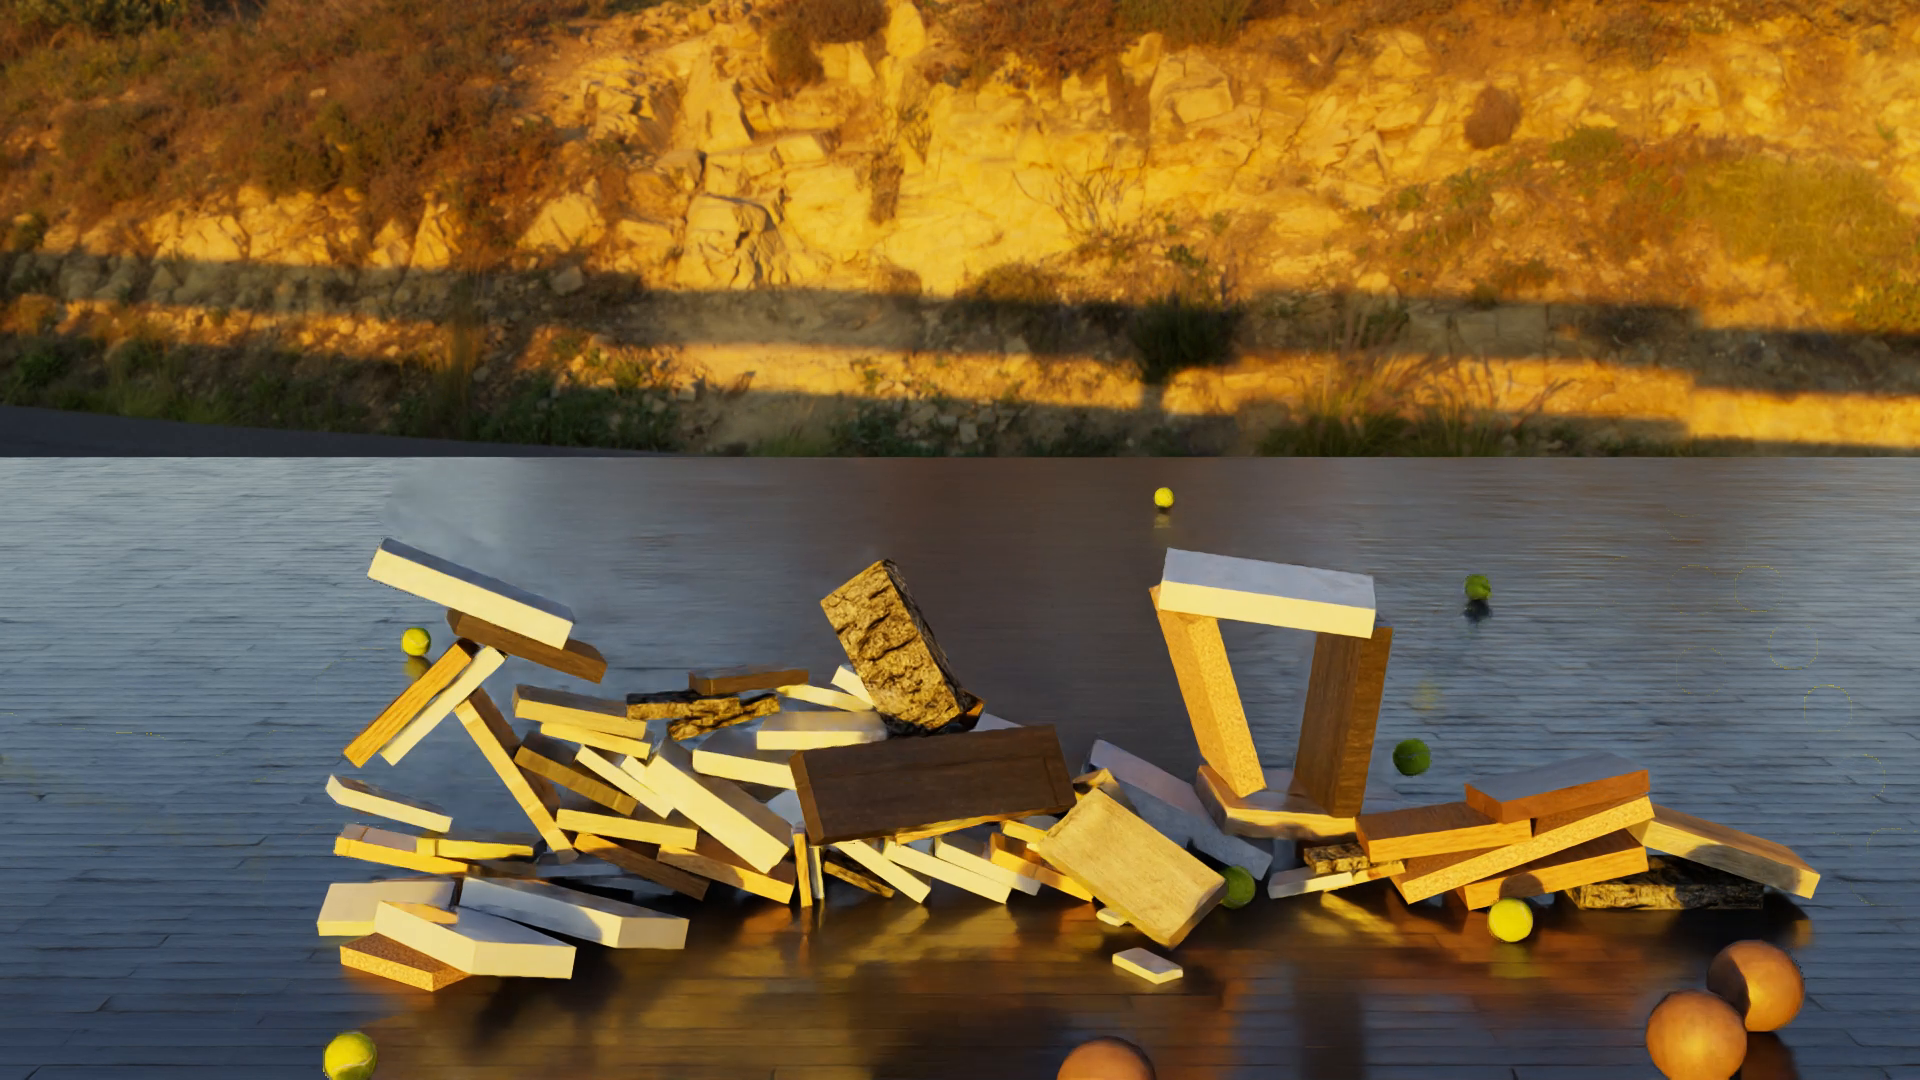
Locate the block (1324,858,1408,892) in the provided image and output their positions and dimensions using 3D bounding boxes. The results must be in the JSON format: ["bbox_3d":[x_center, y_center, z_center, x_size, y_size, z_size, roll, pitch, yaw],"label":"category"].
[{"bbox_3d":[0.679,0.548,3.681,0.141,0.020,0.071,-18,11,22],"label":"block"}]

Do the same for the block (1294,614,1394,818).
[{"bbox_3d":[0.650,0.279,3.744,0.049,0.346,0.173,1,19,-15],"label":"block"}]

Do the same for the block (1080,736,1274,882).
[{"bbox_3d":[0.375,0.463,3.810,0.349,0.049,0.175,27,12,2],"label":"block"}]

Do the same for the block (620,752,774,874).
[{"bbox_3d":[-0.428,0.444,3.639,0.296,0.025,0.089,37,6,-3],"label":"block"}]

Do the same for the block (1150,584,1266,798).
[{"bbox_3d":[0.421,0.251,3.739,0.049,0.346,0.173,-23,25,-8],"label":"block"}]

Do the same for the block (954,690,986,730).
[{"bbox_3d":[-0.013,0.265,3.606,0.104,0.052,0.015,27,6,18],"label":"block"}]

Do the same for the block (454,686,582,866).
[{"bbox_3d":[-0.722,0.387,3.628,0.030,0.315,0.105,-33,9,4],"label":"block"}]

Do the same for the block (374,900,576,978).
[{"bbox_3d":[-0.732,0.598,3.301,0.163,0.046,0.327,12,-5,-39],"label":"block"}]

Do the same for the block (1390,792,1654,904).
[{"bbox_3d":[0.923,0.494,3.647,0.424,0.037,0.131,-20,10,2],"label":"block"}]

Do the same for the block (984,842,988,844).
[{"bbox_3d":[0.078,0.552,3.822,0.133,0.019,0.067,6,12,28],"label":"block"}]

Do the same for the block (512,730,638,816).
[{"bbox_3d":[-0.628,0.383,3.627,0.210,0.030,0.105,27,8,-8],"label":"block"}]

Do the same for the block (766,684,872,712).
[{"bbox_3d":[-0.237,0.263,3.701,0.088,0.025,0.176,19,-8,-43],"label":"block"}]

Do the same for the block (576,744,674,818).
[{"bbox_3d":[-0.549,0.388,3.628,0.177,0.025,0.089,35,6,-8],"label":"block"}]

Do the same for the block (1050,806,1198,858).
[{"bbox_3d":[0.277,0.500,3.774,0.260,0.029,0.104,16,-27,24],"label":"block"}]

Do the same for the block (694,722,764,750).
[{"bbox_3d":[-0.385,0.418,4.477,0.150,0.043,0.301,7,13,32],"label":"block"}]

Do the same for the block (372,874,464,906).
[{"bbox_3d":[-0.865,0.582,3.635,0.200,0.028,0.100,-4,11,-18],"label":"block"}]

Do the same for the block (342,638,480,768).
[{"bbox_3d":[-0.892,0.260,3.586,0.251,0.036,0.126,-44,8,0],"label":"block"}]

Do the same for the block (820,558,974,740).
[{"bbox_3d":[-0.103,0.184,3.535,0.139,0.277,0.039,-35,-12,29],"label":"block"}]

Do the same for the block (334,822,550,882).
[{"bbox_3d":[-0.853,0.530,3.651,0.346,0.027,0.095,13,6,-7],"label":"block"}]

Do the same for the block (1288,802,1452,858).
[{"bbox_3d":[0.763,0.518,3.923,0.349,0.049,0.175,0,11,1],"label":"block"}]

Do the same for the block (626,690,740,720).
[{"bbox_3d":[-0.455,0.269,3.610,0.181,0.026,0.090,-3,8,-9],"label":"block"}]

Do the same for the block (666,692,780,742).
[{"bbox_3d":[-0.396,0.295,3.668,0.181,0.026,0.090,-16,3,-13],"label":"block"}]

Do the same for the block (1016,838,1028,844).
[{"bbox_3d":[0.133,0.509,3.790,0.016,0.058,0.116,-6,2,-28],"label":"block"}]

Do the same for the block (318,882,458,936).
[{"bbox_3d":[-0.914,0.589,3.513,0.200,0.028,0.100,0,29,-2],"label":"block"}]

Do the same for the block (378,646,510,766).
[{"bbox_3d":[-0.846,0.261,3.626,0.251,0.036,0.126,-43,8,0],"label":"block"}]

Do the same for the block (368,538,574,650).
[{"bbox_3d":[-0.797,0.086,3.597,0.327,0.046,0.163,22,2,-13],"label":"block"}]

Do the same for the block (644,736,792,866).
[{"bbox_3d":[-0.397,0.429,3.634,0.264,0.037,0.132,37,6,-7],"label":"block"}]

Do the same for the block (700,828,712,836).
[{"bbox_3d":[-0.452,0.465,3.810,0.088,0.176,0.025,-21,5,-22],"label":"block"}]

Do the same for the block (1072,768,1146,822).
[{"bbox_3d":[0.272,0.479,3.668,0.029,0.208,0.104,-38,4,-25],"label":"block"}]

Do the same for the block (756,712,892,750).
[{"bbox_3d":[-0.215,0.311,3.598,0.214,0.030,0.107,-1,12,9],"label":"block"}]

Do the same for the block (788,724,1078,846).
[{"bbox_3d":[-0.034,0.378,3.438,0.495,0.139,0.039,-2,-24,-38],"label":"block"}]

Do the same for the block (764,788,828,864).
[{"bbox_3d":[-0.292,0.503,3.899,0.114,0.032,0.314,-32,13,-1],"label":"block"}]

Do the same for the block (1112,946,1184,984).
[{"bbox_3d":[0.285,0.645,3.335,0.052,0.015,0.103,-7,13,-34],"label":"block"}]

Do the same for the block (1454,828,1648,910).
[{"bbox_3d":[0.971,0.537,3.655,0.299,0.042,0.149,-13,10,2],"label":"block"}]

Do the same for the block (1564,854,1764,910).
[{"bbox_3d":[1.162,0.569,3.665,0.299,0.042,0.149,0,11,0],"label":"block"}]

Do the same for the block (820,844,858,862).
[{"bbox_3d":[-0.213,0.530,3.902,0.114,0.032,0.229,-1,11,-3],"label":"block"}]

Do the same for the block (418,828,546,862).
[{"bbox_3d":[-0.787,0.502,3.628,0.190,0.027,0.095,4,5,3],"label":"block"}]

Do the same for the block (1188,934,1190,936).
[{"bbox_3d":[0.322,0.613,3.500,0.047,0.013,0.094,-9,13,-23],"label":"block"}]

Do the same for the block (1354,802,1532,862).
[{"bbox_3d":[0.795,0.476,3.628,0.263,0.037,0.131,-8,11,1],"label":"block"}]
